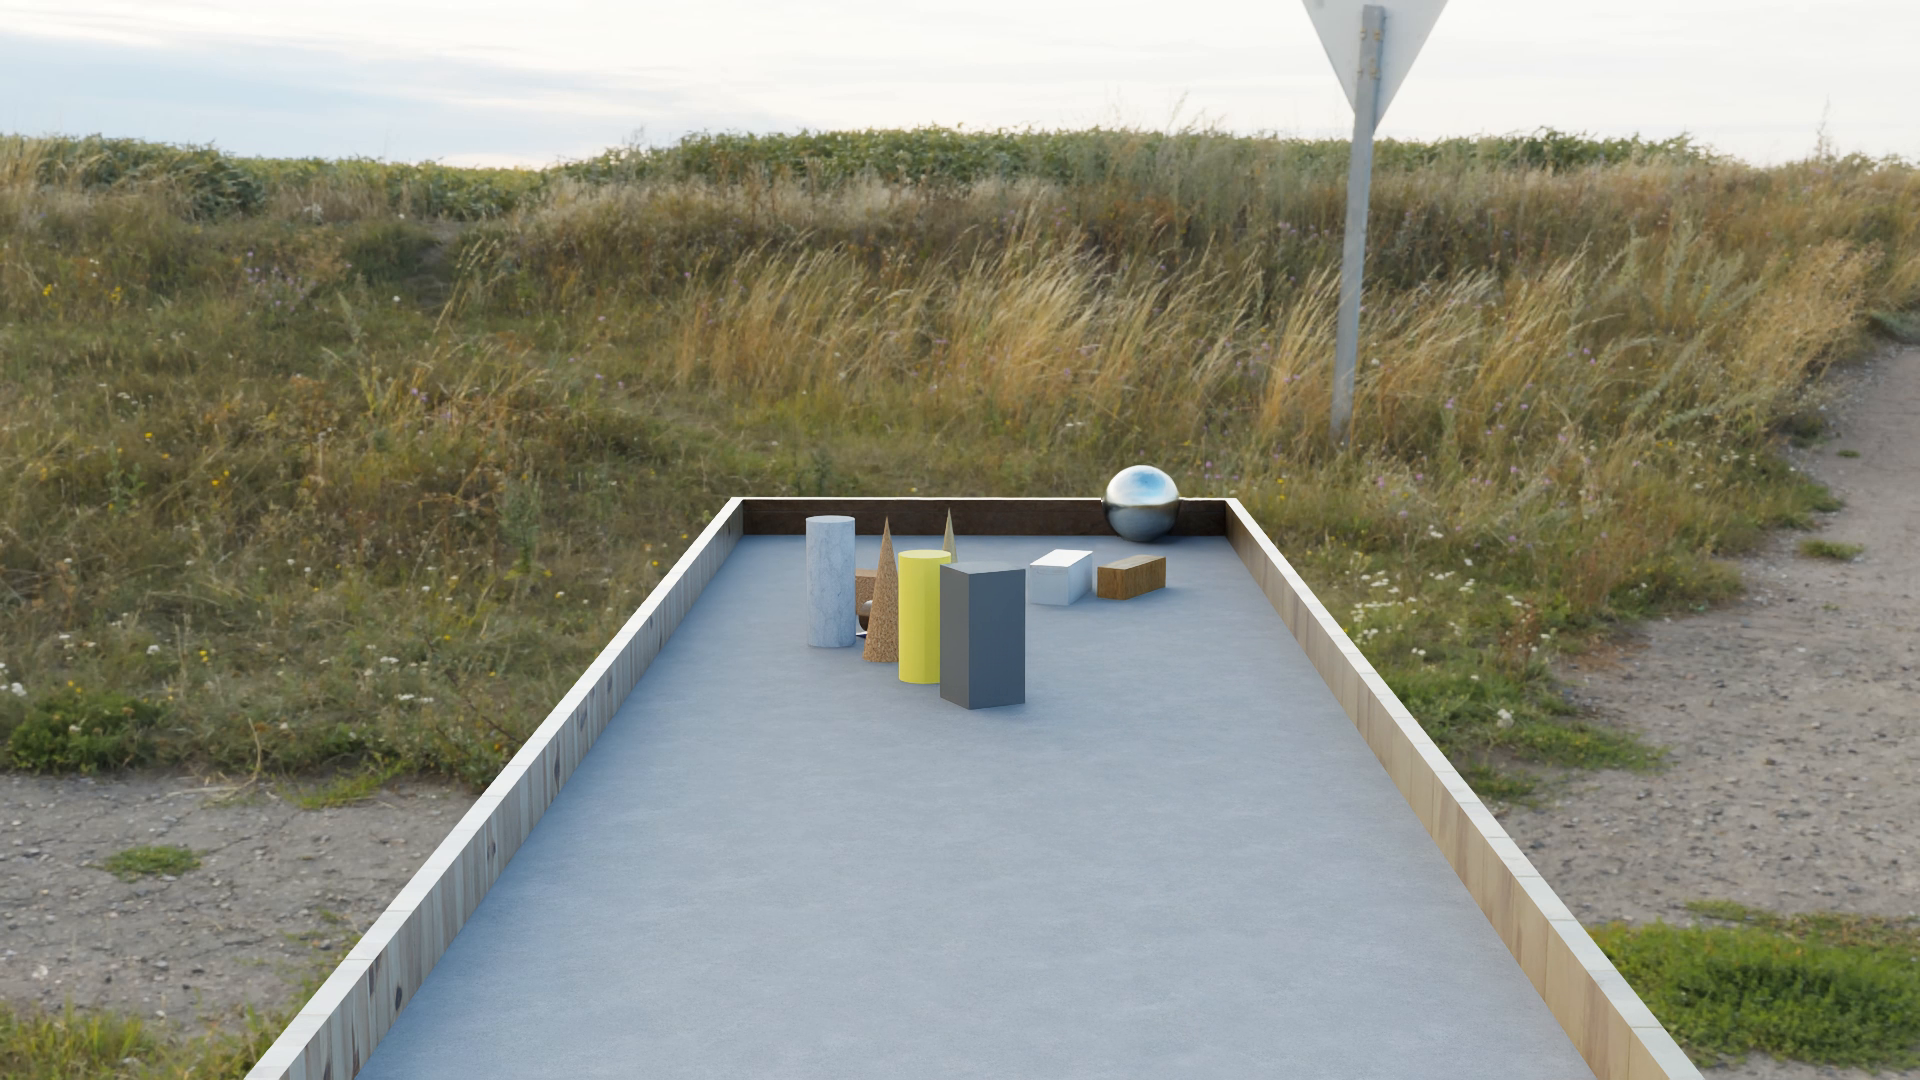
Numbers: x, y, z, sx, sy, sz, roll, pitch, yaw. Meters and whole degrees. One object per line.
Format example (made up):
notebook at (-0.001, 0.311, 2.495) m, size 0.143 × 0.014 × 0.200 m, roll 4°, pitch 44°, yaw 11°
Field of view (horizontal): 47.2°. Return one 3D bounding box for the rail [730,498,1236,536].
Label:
rail at (0.099, -0.098, 9.147) m, size 2.100 × 0.150 × 0.050 m, roll 0°, pitch 9°, yaw 1°

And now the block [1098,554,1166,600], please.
block at (0.613, 0.131, 7.835) m, size 0.109 × 0.109 × 0.318 m, roll 6°, pitch 11°, yaw 31°

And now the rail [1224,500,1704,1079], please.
rail at (1.046, 0.843, 3.208) m, size 0.050 × 0.150 × 12.000 m, roll 0°, pitch 9°, yaw 1°

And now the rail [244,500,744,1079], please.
rail at (-1.004, 0.839, 3.234) m, size 0.050 × 0.150 × 12.000 m, roll 0°, pitch 9°, yaw 1°

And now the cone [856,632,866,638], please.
cone at (-0.206, 0.300, 6.904) m, size 0.132 × 0.132 × 0.455 m, roll -7°, pitch 3°, yaw -38°

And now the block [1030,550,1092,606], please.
block at (0.359, 0.130, 7.753) m, size 0.136 × 0.136 × 0.335 m, roll 3°, pitch 9°, yaw 18°

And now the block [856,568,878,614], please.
block at (-0.195, 0.185, 7.417) m, size 0.437 × 0.133 × 0.133 m, roll 3°, pitch 10°, yaw 21°

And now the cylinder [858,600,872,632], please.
cylinder at (-0.142, 0.267, 7.005) m, size 0.401 × 0.101 × 0.101 m, roll 8°, pitch 12°, yaw 40°

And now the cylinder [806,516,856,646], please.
cylinder at (-0.407, 0.129, 6.939) m, size 0.154 × 0.394 × 0.154 m, roll 0°, pitch 9°, yaw 0°

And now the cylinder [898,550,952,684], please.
cylinder at (-0.103, 0.223, 6.426) m, size 0.153 × 0.368 × 0.153 m, roll 0°, pitch 9°, yaw 0°

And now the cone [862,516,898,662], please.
cone at (-0.222, 0.143, 6.705) m, size 0.153 × 0.440 × 0.153 m, roll 0°, pitch 9°, yaw 0°

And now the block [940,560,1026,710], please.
block at (0.062, 0.262, 6.142) m, size 0.177 × 0.380 × 0.177 m, roll -5°, pitch 10°, yaw -27°

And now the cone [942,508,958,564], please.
cone at (-0.034, 0.101, 7.029) m, size 0.129 × 0.421 × 0.129 m, roll 0°, pitch 9°, yaw 0°

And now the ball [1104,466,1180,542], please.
ball at (0.741, -0.148, 8.948) m, size 0.312 × 0.312 × 0.312 m, roll 0°, pitch 9°, yaw 0°
